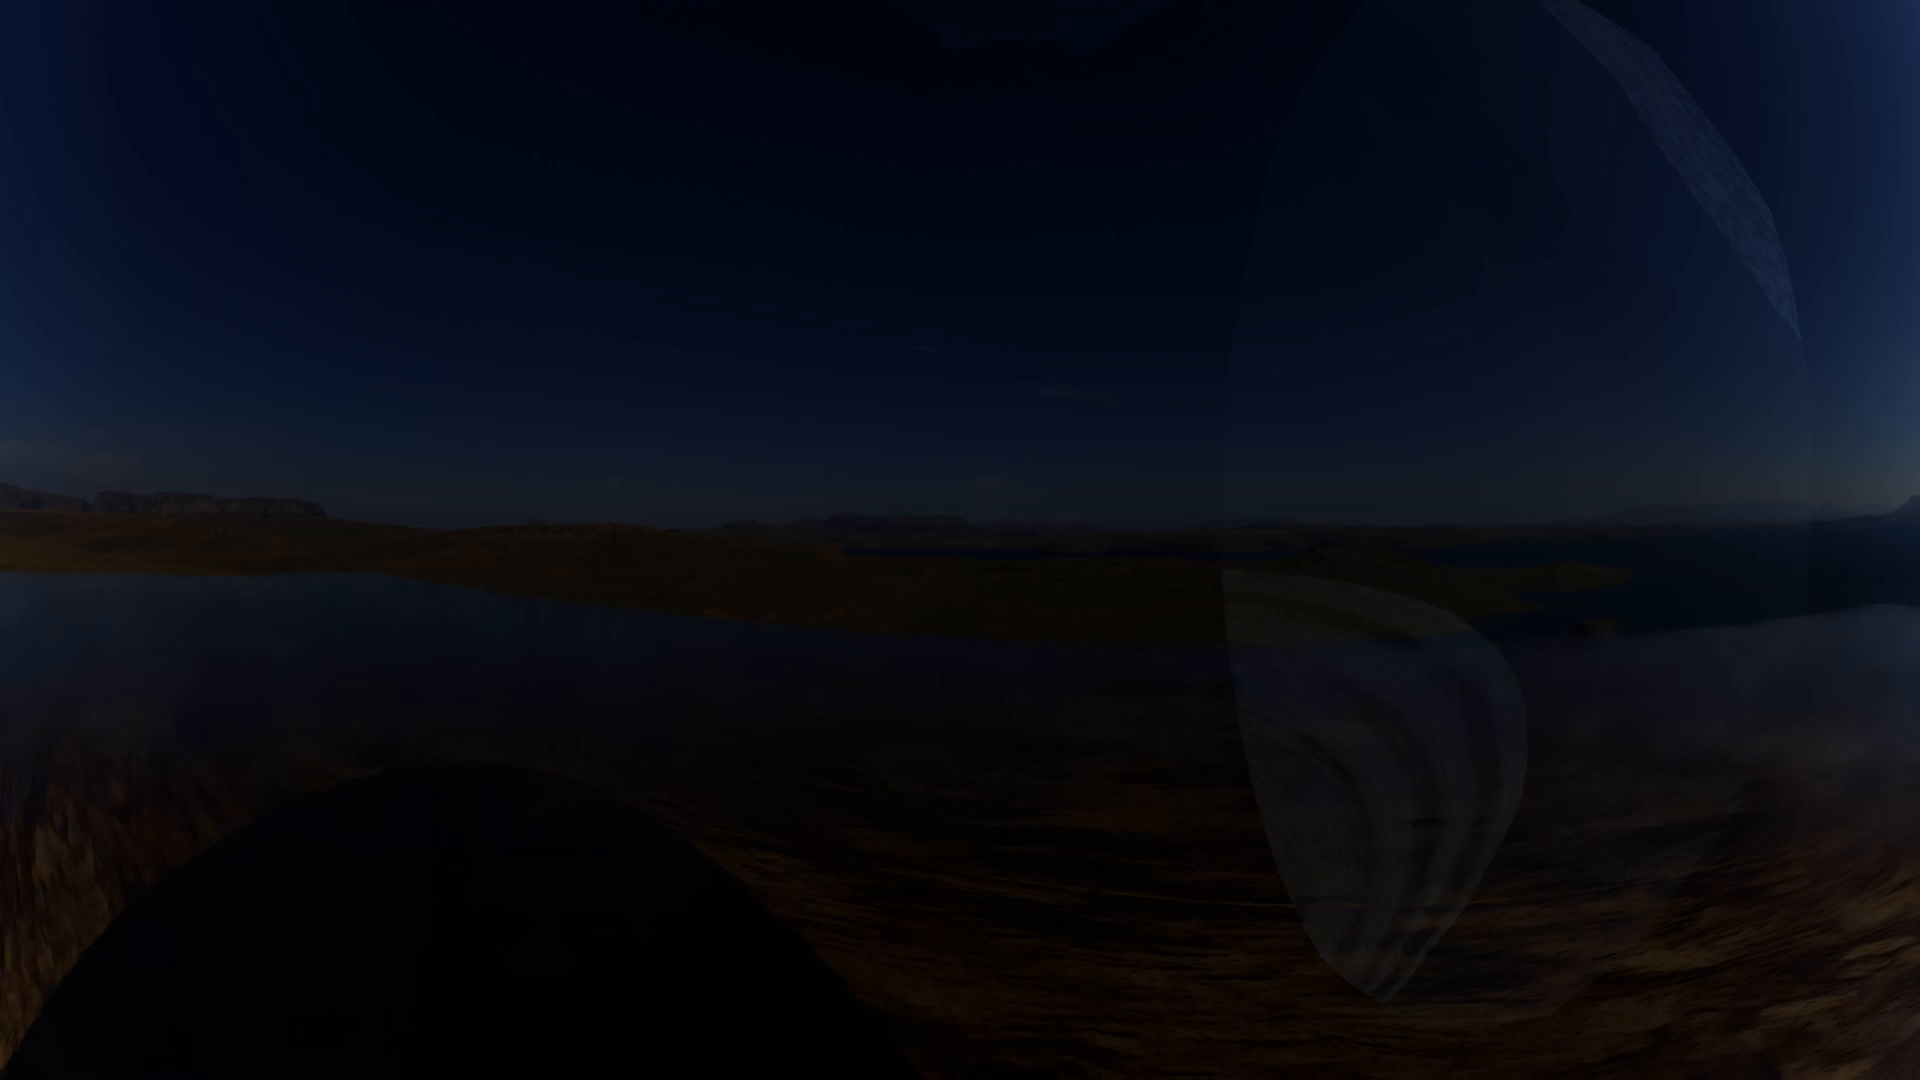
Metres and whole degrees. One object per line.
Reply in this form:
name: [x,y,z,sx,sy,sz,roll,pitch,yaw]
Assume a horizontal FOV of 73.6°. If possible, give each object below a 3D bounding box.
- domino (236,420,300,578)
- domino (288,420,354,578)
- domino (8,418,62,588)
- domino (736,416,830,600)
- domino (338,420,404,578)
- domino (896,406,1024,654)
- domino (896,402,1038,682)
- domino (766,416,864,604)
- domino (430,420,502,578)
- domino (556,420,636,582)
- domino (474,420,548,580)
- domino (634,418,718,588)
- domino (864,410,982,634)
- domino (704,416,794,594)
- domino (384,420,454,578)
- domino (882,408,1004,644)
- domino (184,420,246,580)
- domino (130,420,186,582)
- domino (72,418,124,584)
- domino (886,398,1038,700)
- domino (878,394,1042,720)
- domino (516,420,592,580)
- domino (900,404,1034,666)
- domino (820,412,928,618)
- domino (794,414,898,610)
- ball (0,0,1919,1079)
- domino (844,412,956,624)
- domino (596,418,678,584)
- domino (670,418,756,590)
domino: [-0.224,-0.014,0.416,0.010,0.050,0.025,-1,4,-11]
domino: [-0.208,-0.014,0.419,0.010,0.050,0.025,-1,4,-7]
domino: [-0.282,-0.012,0.392,0.010,0.050,0.025,-3,5,-32]
domino: [-0.050,-0.010,0.362,0.025,0.050,0.009,-4,6,-43]
domino: [-0.192,-0.014,0.420,0.010,0.050,0.025,0,4,-2]
domino: [0.000,-0.002,0.264,0.025,0.050,0.010,-1,4,-9]
domino: [0.001,0.000,0.232,0.025,0.050,0.010,0,4,1]
domino: [-0.039,-0.009,0.350,0.025,0.050,0.009,-3,6,-39]
domino: [-0.161,-0.014,0.418,0.010,0.050,0.025,1,4,8]
domino: [-0.115,-0.013,0.406,0.009,0.050,0.025,2,5,22]
domino: [-0.145,-0.014,0.415,0.010,0.050,0.025,1,4,12]
domino: [-0.087,-0.012,0.391,0.009,0.050,0.025,3,5,32]
domino: [-0.008,-0.005,0.295,0.025,0.050,0.009,-2,5,-20]
domino: [-0.061,-0.010,0.373,0.010,0.050,0.025,4,6,42]
domino: [-0.177,-0.014,0.420,0.009,0.050,0.025,0,4,3]
domino: [-0.004,-0.003,0.279,0.025,0.050,0.009,-1,4,-15]
domino: [-0.239,-0.013,0.412,0.010,0.050,0.025,-1,4,-16]
domino: [-0.254,-0.013,0.407,0.009,0.050,0.025,-2,5,-22]
domino: [-0.269,-0.012,0.400,0.010,0.050,0.025,-2,5,-29]
domino: [0.001,0.001,0.217,0.025,0.050,0.010,0,4,3]
domino: [0.000,0.002,0.201,0.025,0.050,0.009,0,4,0]
domino: [-0.130,-0.013,0.411,0.010,0.050,0.025,1,4,17]
domino: [0.001,-0.001,0.248,0.025,0.050,0.010,0,4,-2]
domino: [-0.021,-0.007,0.323,0.025,0.050,0.009,-2,5,-29]
domino: [-0.030,-0.008,0.337,0.025,0.050,0.010,-3,5,-34]
ball: [0.000,-0.002,0.056,0.080,0.080,0.080,0,4,0]
domino: [-0.014,-0.006,0.309,0.025,0.050,0.010,-2,5,-24]
domino: [-0.100,-0.012,0.399,0.010,0.050,0.025,2,5,27]
domino: [-0.073,-0.011,0.383,0.009,0.050,0.025,3,5,36]
